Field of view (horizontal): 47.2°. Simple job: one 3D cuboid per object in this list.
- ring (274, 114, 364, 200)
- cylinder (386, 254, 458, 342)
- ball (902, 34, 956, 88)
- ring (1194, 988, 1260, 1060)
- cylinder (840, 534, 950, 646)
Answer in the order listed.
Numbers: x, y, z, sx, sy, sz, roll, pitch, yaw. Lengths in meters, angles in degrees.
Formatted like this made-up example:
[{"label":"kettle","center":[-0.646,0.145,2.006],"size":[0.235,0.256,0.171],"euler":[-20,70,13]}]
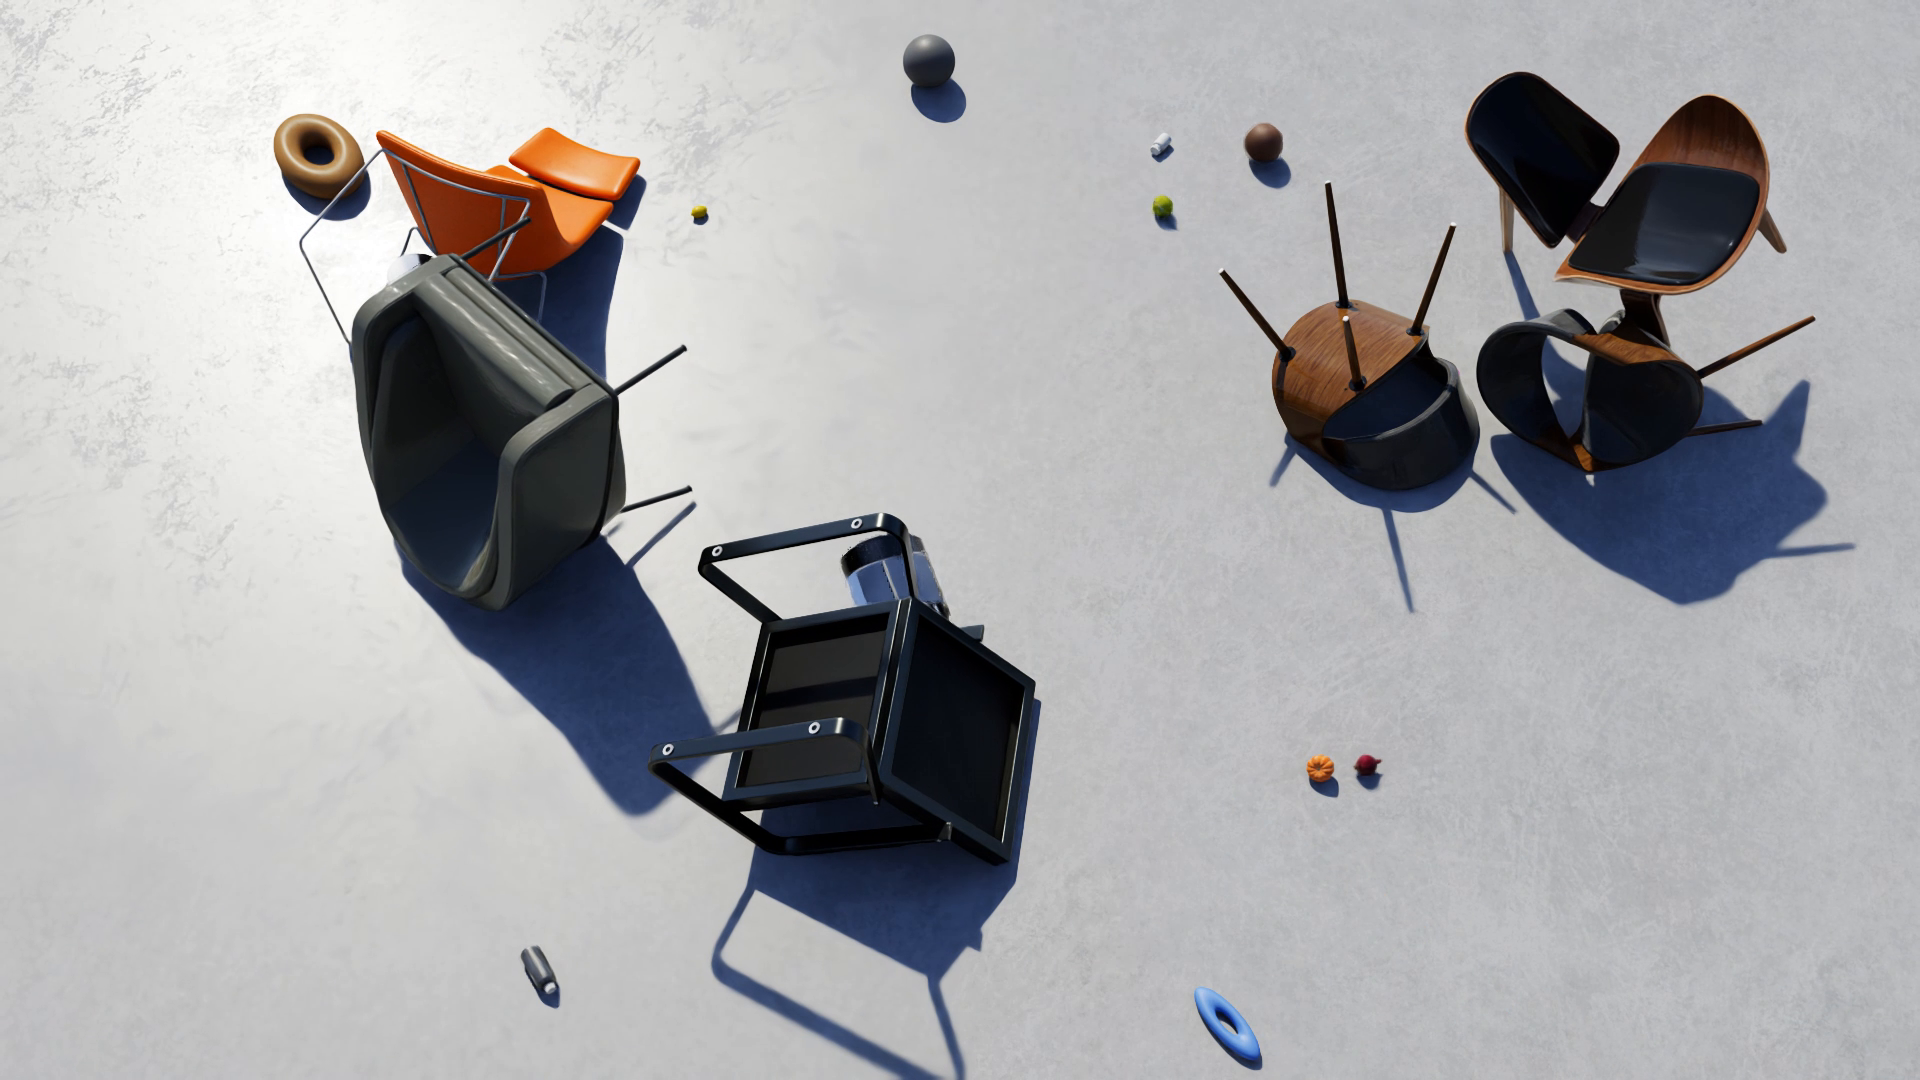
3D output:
[{"label":"ring","center":[-2.150,-1.288,7.377],"size":[0.266,0.104,0.413],"euler":[-31,61,-20]},{"label":"cylinder","center":[-1.699,-0.766,6.949],"size":[0.178,0.230,0.169],"euler":[16,58,11]},{"label":"ball","center":[-0.106,-1.648,7.570],"size":[0.182,0.182,0.182],"euler":[0,56,0]},{"label":"ring","center":[0.693,1.254,5.709],"size":[0.086,0.039,0.242],"euler":[-32,61,-21]},{"label":"cylinder","center":[-0.188,0.142,6.353],"size":[0.258,0.206,0.247],"euler":[-9,56,-20]}]
